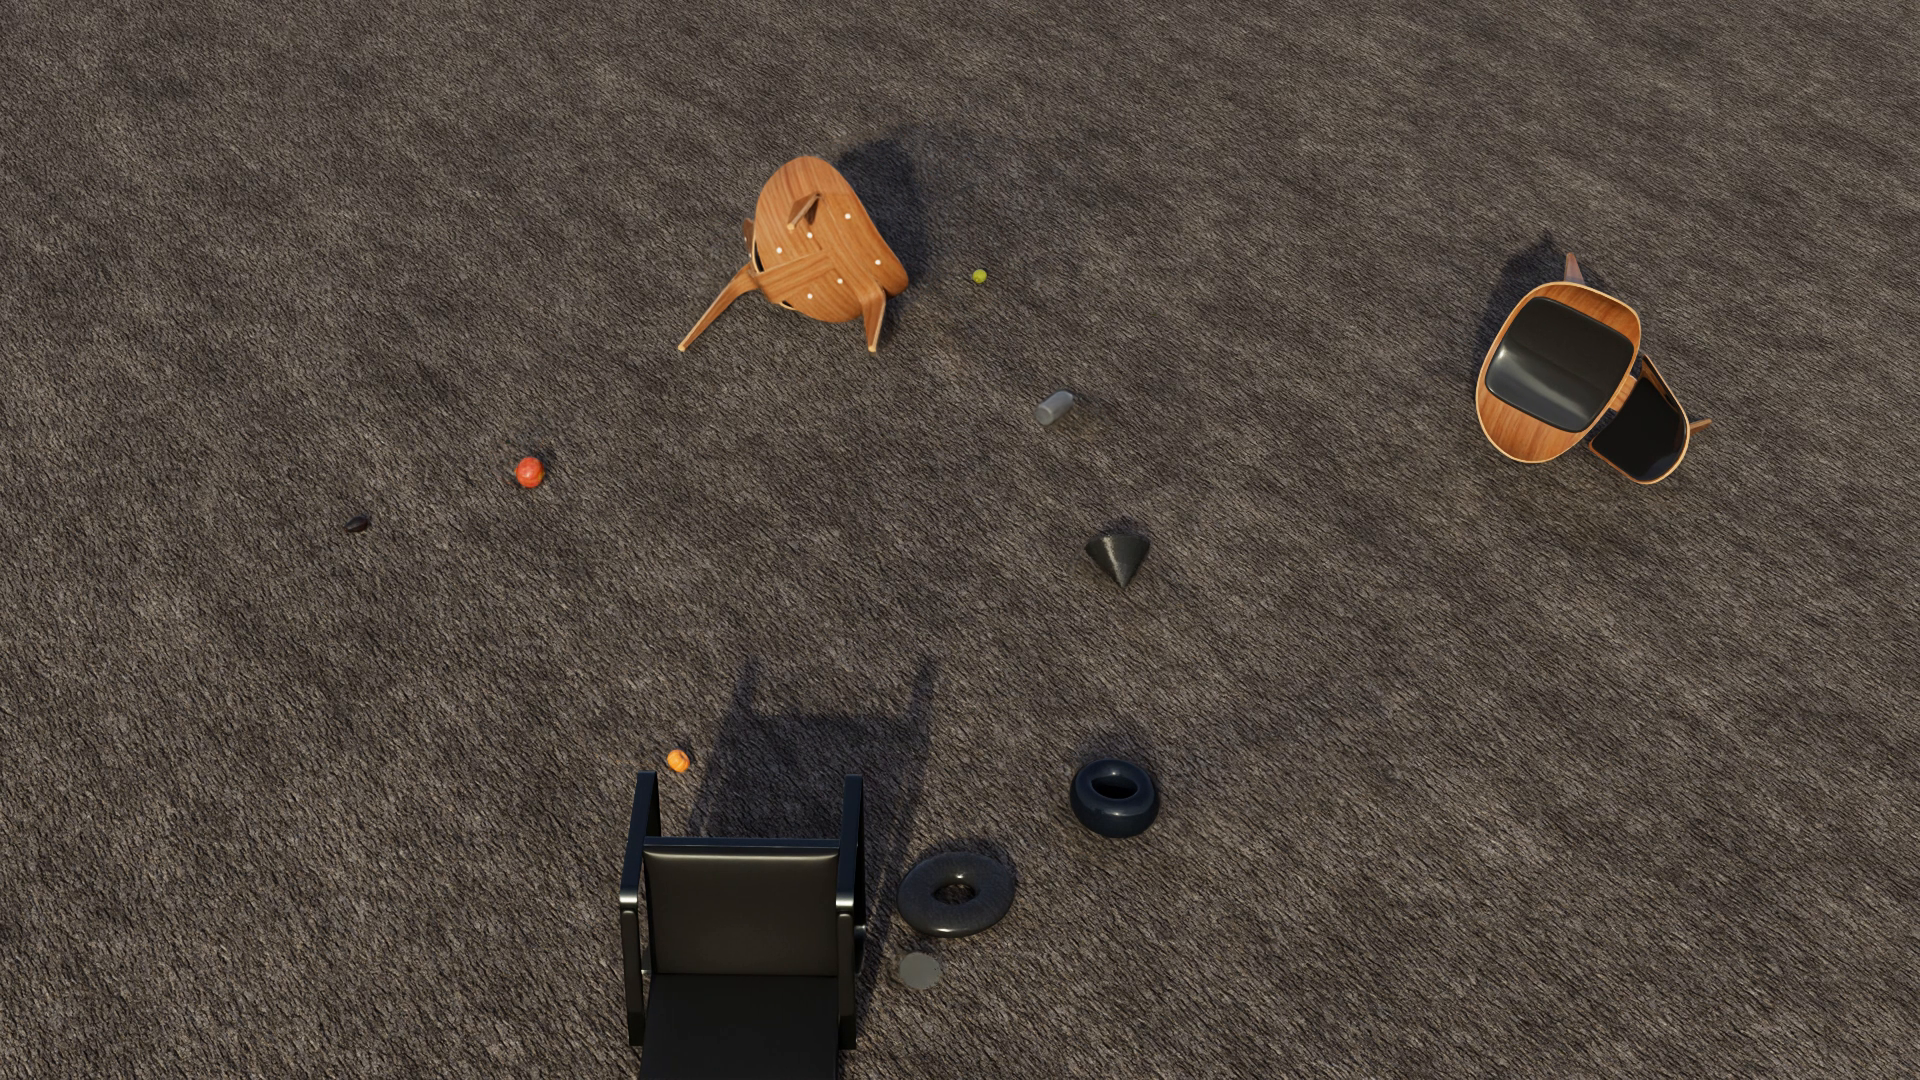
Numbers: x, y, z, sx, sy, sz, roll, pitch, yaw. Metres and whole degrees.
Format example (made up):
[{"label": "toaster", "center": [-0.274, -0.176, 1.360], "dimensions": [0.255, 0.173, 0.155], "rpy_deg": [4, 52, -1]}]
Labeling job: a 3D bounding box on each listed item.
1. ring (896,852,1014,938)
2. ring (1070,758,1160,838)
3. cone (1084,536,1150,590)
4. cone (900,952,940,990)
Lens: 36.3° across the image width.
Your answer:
[{"label": "ring", "center": [-0.014, 1.111, 9.185], "dimensions": [0.358, 0.082, 0.402], "rpy_deg": [23, 39, 30]}, {"label": "ring", "center": [0.502, 0.839, 9.541], "dimensions": [0.282, 0.146, 0.316], "rpy_deg": [-22, 41, -27]}, {"label": "cone", "center": [0.586, 0.108, 10.699], "dimensions": [0.262, 0.197, 0.172], "rpy_deg": [8, 61, -29]}, {"label": "cone", "center": [-0.127, 1.303, 8.923], "dimensions": [0.128, 0.109, 0.094], "rpy_deg": [26, -1, -7]}]
